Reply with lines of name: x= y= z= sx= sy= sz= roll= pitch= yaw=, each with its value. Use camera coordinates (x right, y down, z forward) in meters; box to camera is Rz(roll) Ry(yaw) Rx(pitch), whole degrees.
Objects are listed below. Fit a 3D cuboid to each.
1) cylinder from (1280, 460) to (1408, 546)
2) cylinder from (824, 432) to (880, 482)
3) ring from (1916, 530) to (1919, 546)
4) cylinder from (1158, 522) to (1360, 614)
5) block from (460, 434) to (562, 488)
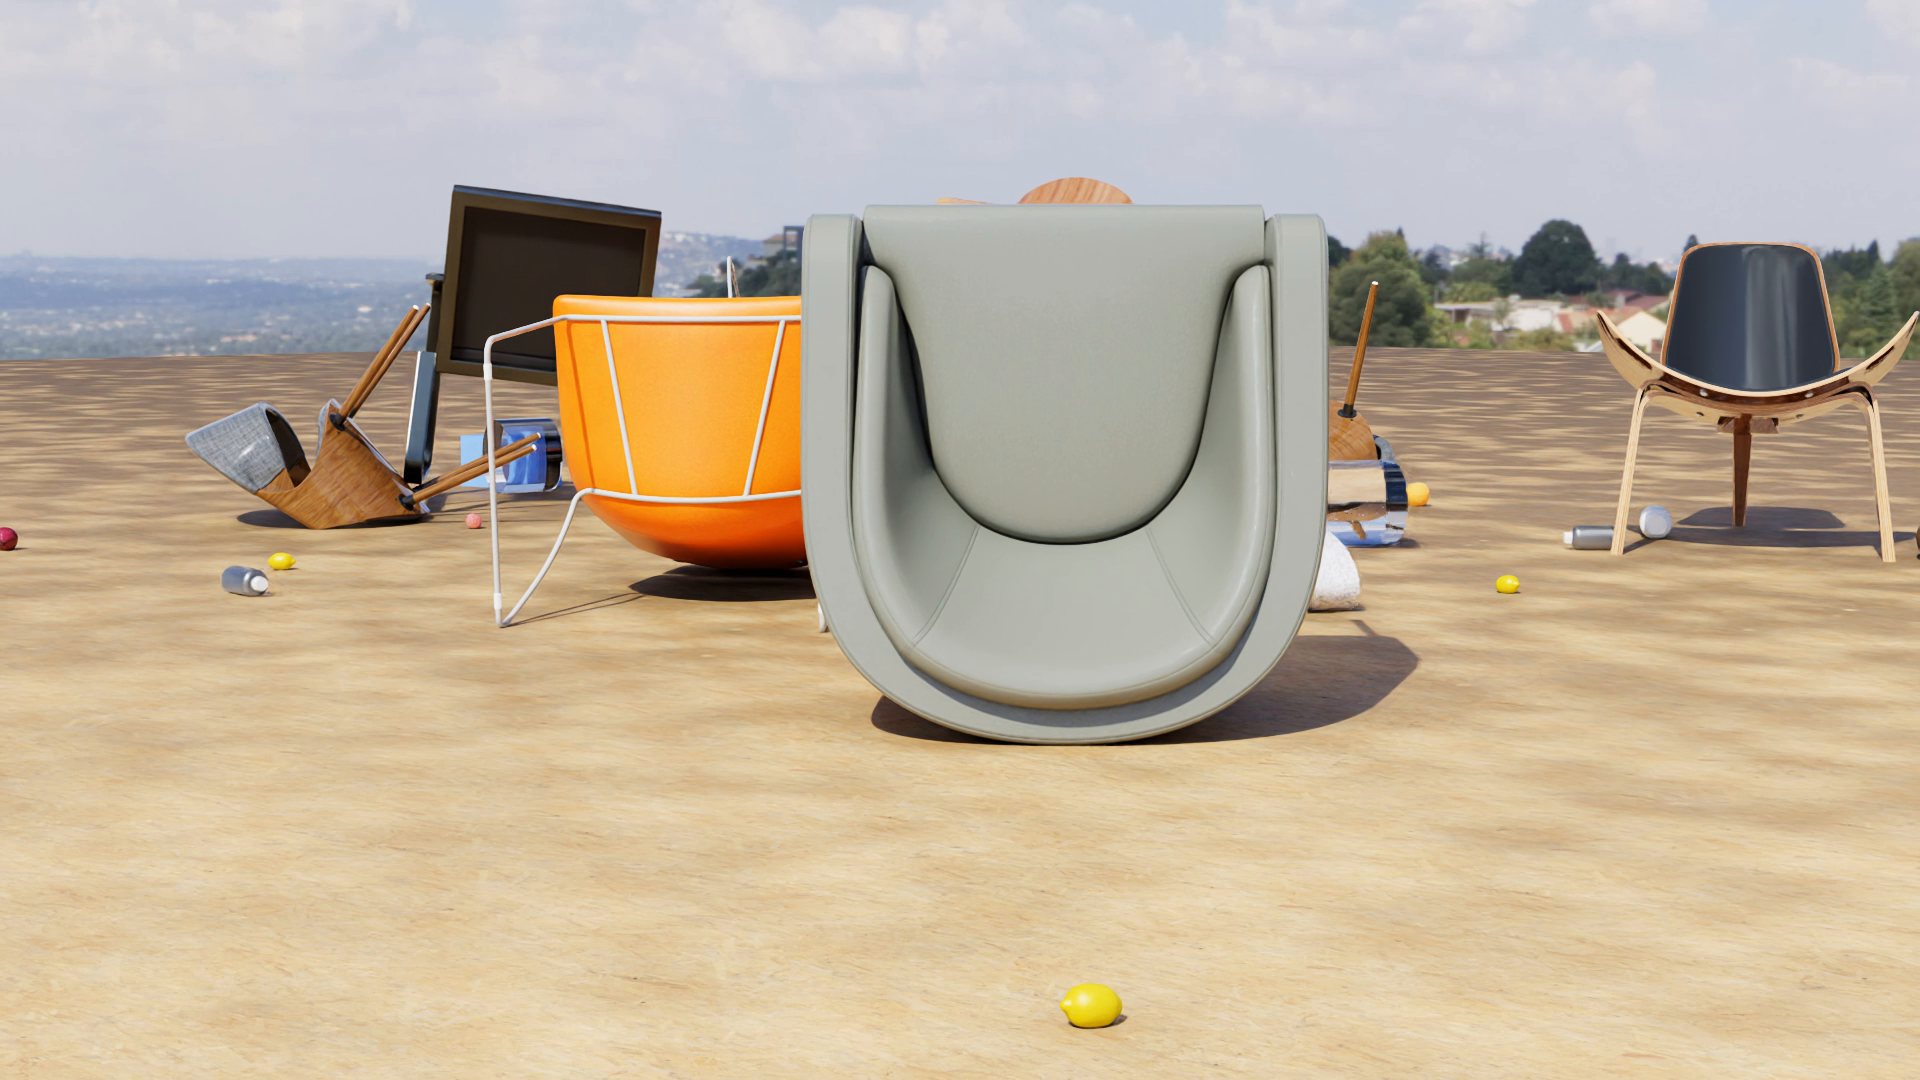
cylinder: x=0.934 y=-0.089 z=6.268 sx=0.247 sy=0.206 sz=0.258 roll=-1 pitch=0 yaw=-8
cylinder: x=-0.347 y=-0.264 z=8.195 sx=0.094 sy=0.148 sz=0.186 roll=4 pitch=-27 yaw=33
ring: x=2.360 y=-0.004 z=5.952 sx=0.266 sy=0.104 sz=0.413 roll=2 pitch=7 yaw=23
cylinder: x=0.591 y=0.054 z=5.114 sx=0.296 sy=0.146 sz=0.329 roll=-2 pitch=18 yaw=-17
block: x=-1.411 y=-0.250 z=8.065 sx=0.265 sy=0.158 sz=0.166 roll=3 pitch=7 yaw=29
